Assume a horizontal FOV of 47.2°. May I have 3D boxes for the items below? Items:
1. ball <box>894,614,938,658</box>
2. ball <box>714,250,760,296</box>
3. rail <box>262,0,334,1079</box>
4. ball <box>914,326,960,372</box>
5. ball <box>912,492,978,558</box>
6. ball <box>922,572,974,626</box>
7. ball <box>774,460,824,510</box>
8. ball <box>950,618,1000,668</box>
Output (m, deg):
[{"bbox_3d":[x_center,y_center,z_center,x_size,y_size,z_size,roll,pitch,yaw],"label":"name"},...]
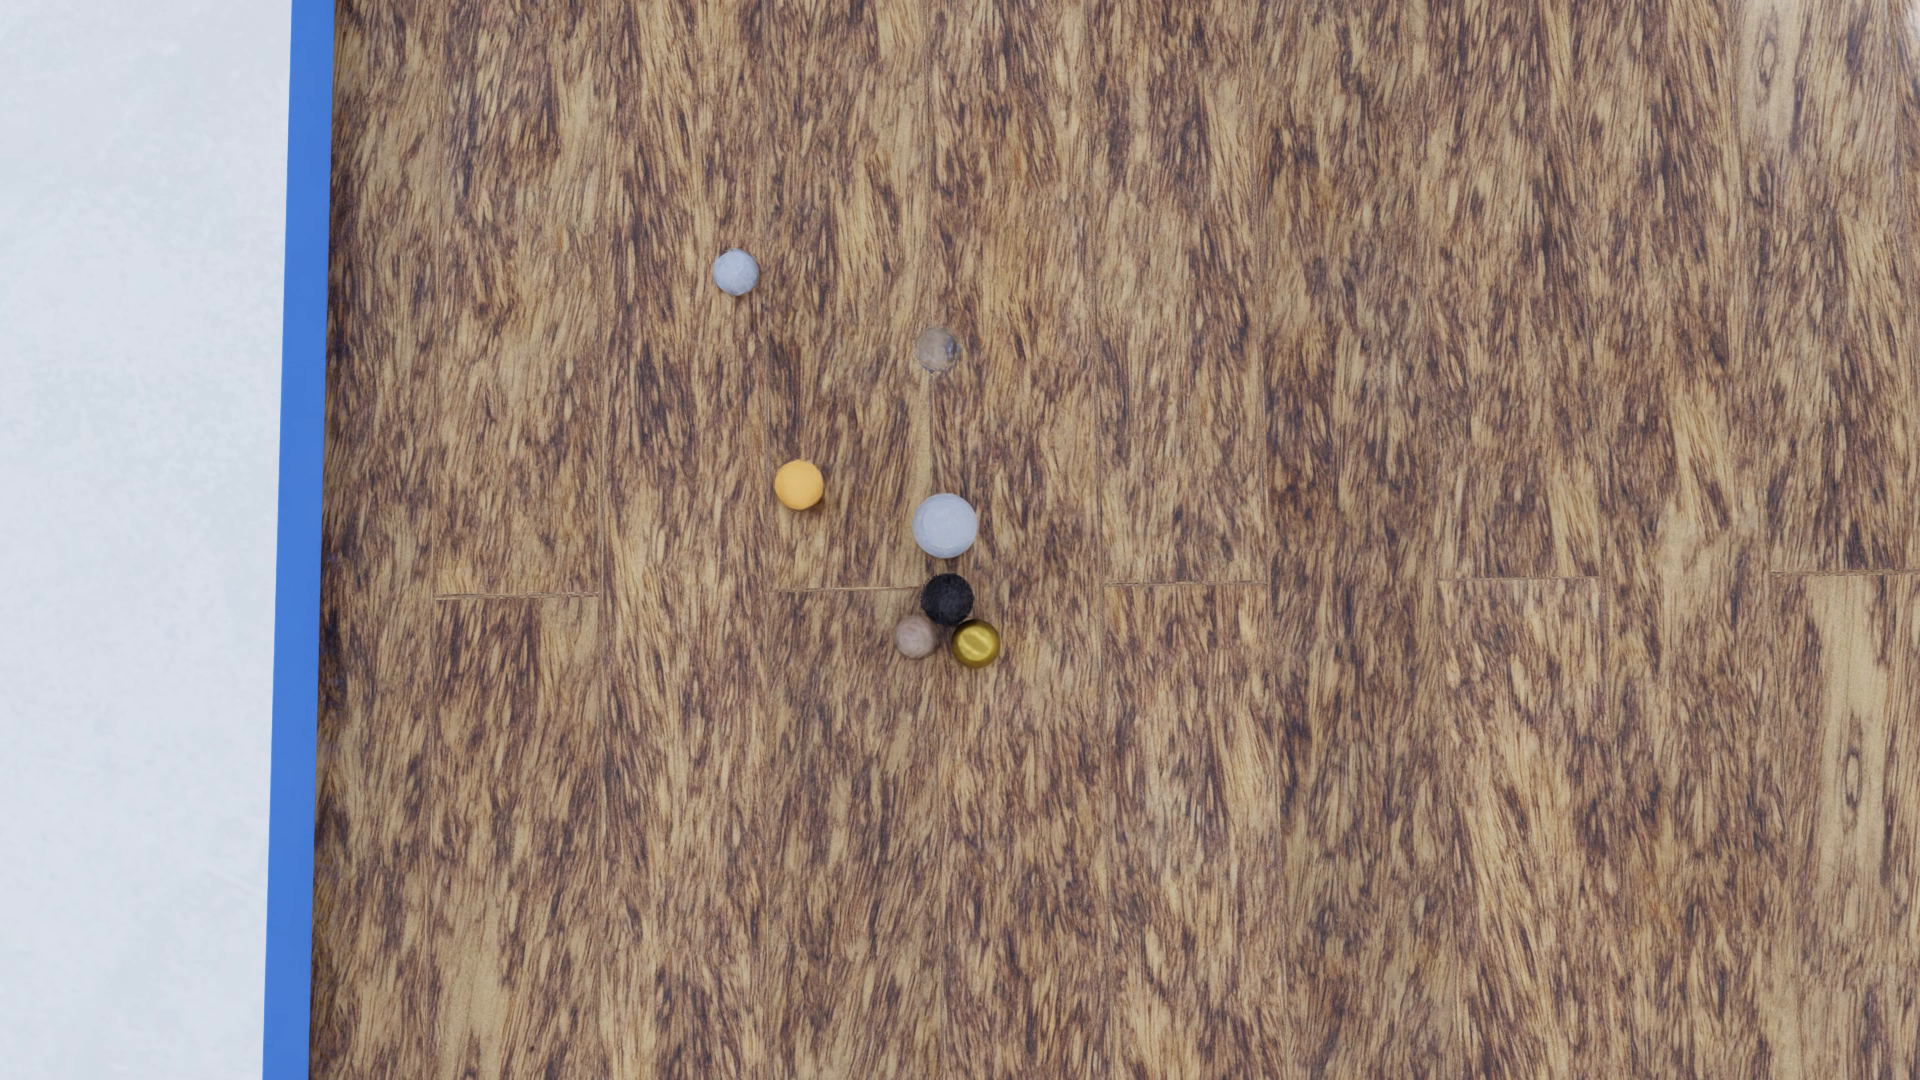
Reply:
[{"bbox_3d":[-0.065,0.142,3.249,0.065,0.065,0.065,0,82,0],"label":"ball"},{"bbox_3d":[-0.338,-0.404,3.326,0.068,0.068,0.068,0,82,0],"label":"ball"},{"bbox_3d":[-0.963,0.013,3.236,0.045,0.126,2.135,-1,82,0],"label":"rail"},{"bbox_3d":[-0.034,-0.287,3.308,0.069,0.069,0.069,0,82,0],"label":"ball"},{"bbox_3d":[-0.022,-0.021,3.256,0.097,0.097,0.097,0,82,0],"label":"ball"},{"bbox_3d":[-0.018,0.087,3.251,0.077,0.077,0.077,0,82,0],"label":"ball"},{"bbox_3d":[-0.239,-0.082,3.277,0.073,0.073,0.073,0,82,0],"label":"ball"},{"bbox_3d":[0.023,0.153,3.243,0.074,0.074,0.074,0,82,0],"label":"ball"}]
